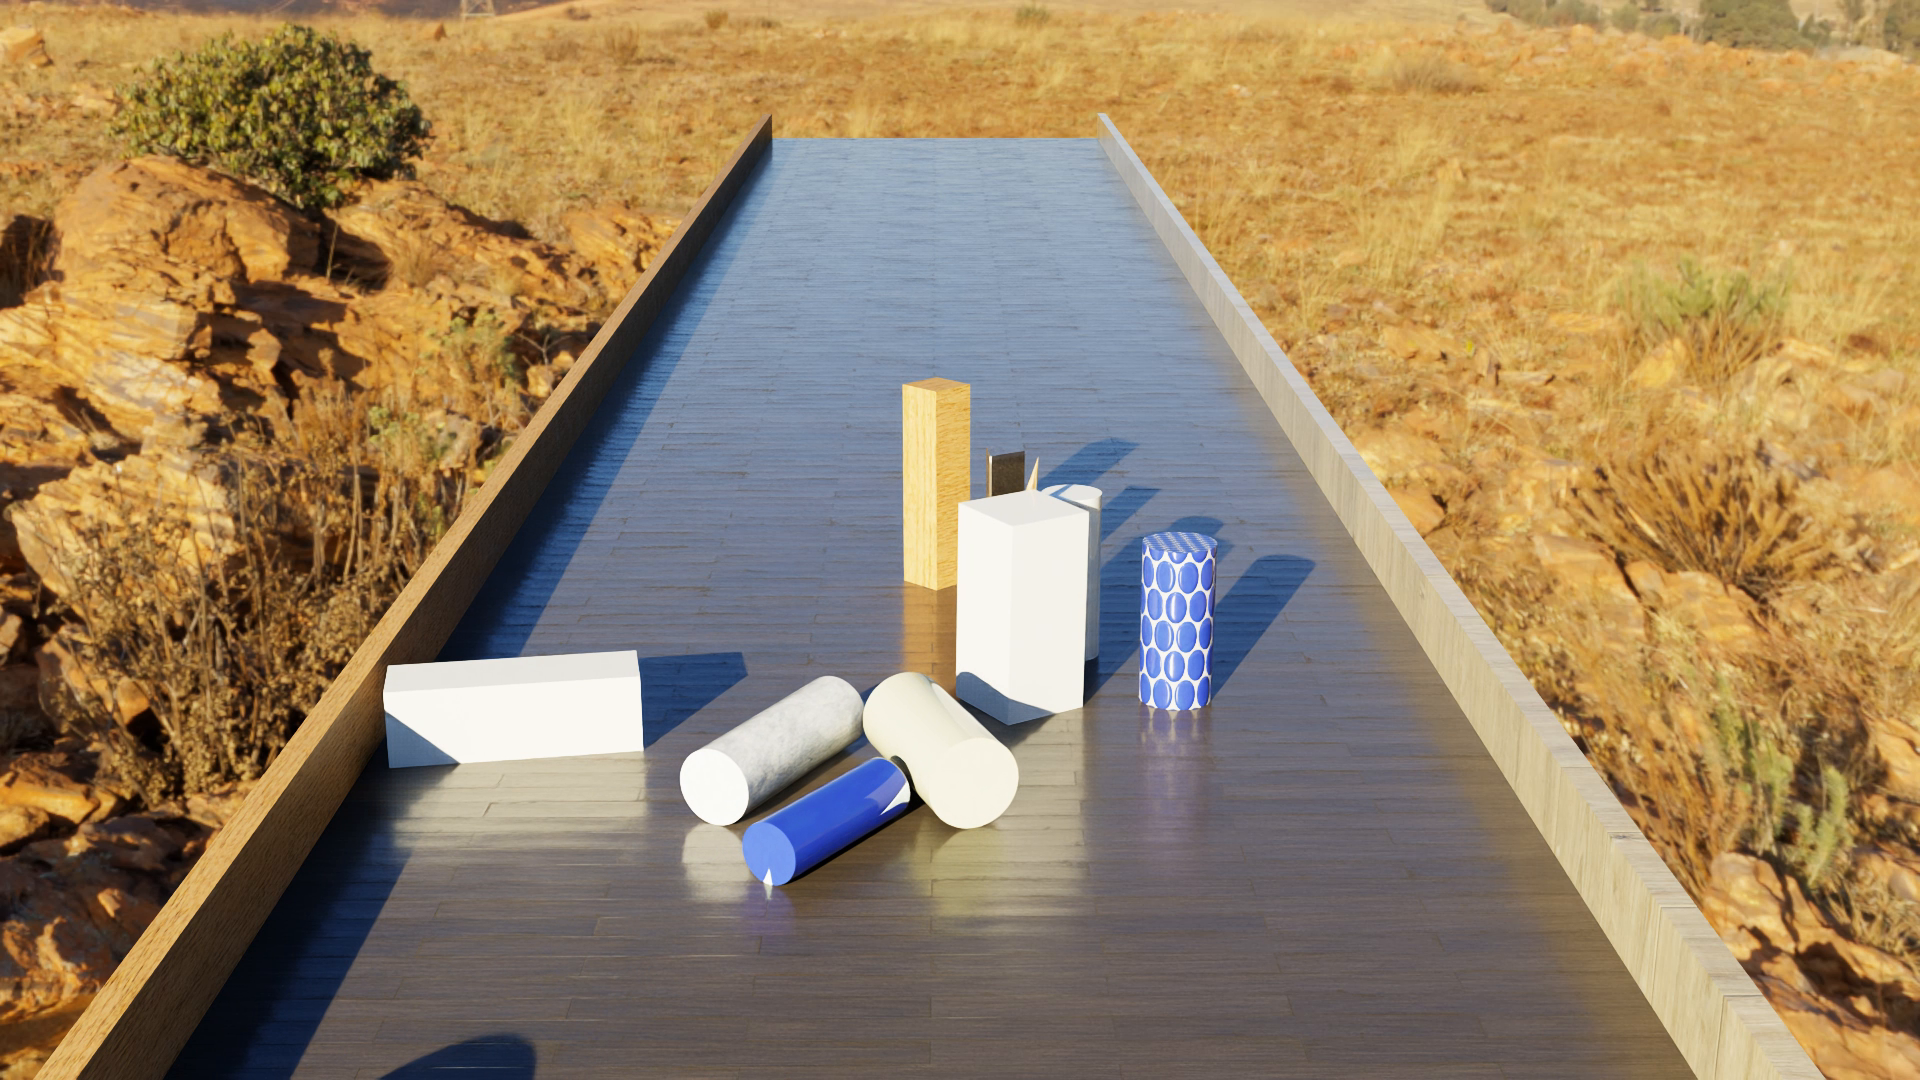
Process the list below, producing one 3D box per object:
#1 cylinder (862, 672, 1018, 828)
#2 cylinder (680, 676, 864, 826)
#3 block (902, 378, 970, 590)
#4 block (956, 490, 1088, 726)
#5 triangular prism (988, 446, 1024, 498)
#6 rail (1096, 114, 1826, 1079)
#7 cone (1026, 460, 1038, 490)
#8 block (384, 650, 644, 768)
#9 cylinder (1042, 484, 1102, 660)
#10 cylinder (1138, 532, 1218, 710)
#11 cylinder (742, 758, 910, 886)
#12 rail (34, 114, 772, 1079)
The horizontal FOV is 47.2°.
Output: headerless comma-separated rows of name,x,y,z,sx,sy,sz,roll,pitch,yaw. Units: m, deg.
cylinder,-0.037,0.354,3.756,0.159,0.159,0.335,-6,18,-20
cylinder,-0.316,0.358,3.790,0.133,0.133,0.392,8,18,26
block,-0.051,-0.125,4.861,0.104,0.448,0.104,16,23,43
block,0.115,0.123,4.127,0.173,0.386,0.173,-11,21,-33
triangular prism,0.079,-0.020,4.670,0.087,0.355,0.076,-11,20,-32
rail,0.932,-0.844,7.801,0.050,0.150,12.000,0,17,-1
cone,0.109,0.046,4.263,0.135,0.444,0.135,10,19,-4
block,-0.801,0.303,3.961,0.444,0.142,0.142,-3,17,-10
cylinder,0.222,0.067,4.413,0.120,0.336,0.120,0,17,0
cylinder,0.412,0.153,4.170,0.140,0.310,0.140,0,17,0
cylinder,-0.212,0.449,3.535,0.104,0.104,0.314,10,19,31
rail,-1.118,-0.838,7.780,0.050,0.150,12.000,0,17,-1
